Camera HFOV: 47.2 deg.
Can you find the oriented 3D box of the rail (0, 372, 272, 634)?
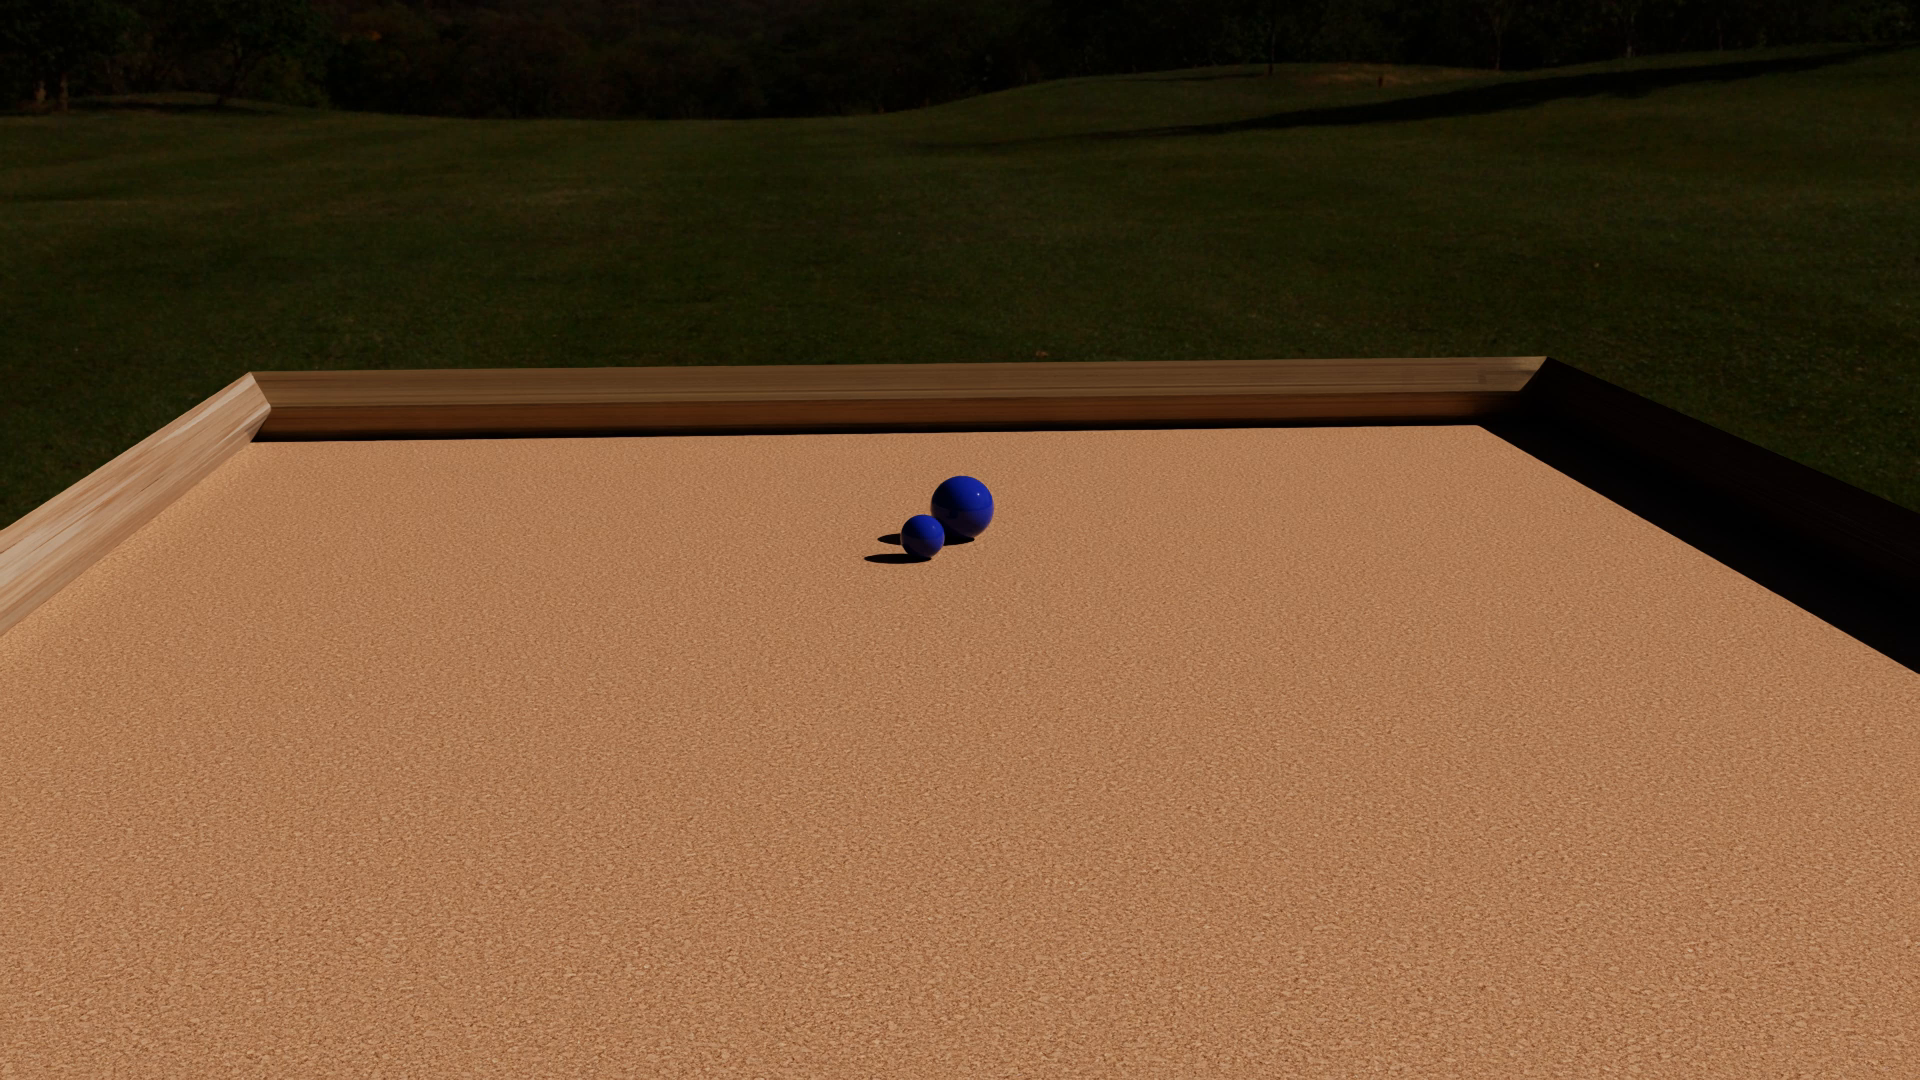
[{"bbox_3d":[-1.115,0.248,1.923,0.045,0.125,4.443,-1,13,-4],"label":"rail"}]

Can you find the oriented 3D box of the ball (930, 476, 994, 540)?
[{"bbox_3d":[0.003,-0.048,3.273,0.096,0.096,0.096,0,13,0],"label":"ball"}]

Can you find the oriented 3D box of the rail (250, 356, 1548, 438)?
[{"bbox_3d":[-0.086,-0.267,4.151,2.461,0.125,0.045,-1,13,-4],"label":"rail"}]

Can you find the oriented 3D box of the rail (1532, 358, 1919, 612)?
[{"bbox_3d":[1.291,0.205,2.110,0.045,0.125,4.443,-1,13,-4],"label":"rail"}]

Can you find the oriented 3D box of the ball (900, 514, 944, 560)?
[{"bbox_3d":[-0.054,-0.005,3.155,0.064,0.064,0.064,0,13,0],"label":"ball"}]
